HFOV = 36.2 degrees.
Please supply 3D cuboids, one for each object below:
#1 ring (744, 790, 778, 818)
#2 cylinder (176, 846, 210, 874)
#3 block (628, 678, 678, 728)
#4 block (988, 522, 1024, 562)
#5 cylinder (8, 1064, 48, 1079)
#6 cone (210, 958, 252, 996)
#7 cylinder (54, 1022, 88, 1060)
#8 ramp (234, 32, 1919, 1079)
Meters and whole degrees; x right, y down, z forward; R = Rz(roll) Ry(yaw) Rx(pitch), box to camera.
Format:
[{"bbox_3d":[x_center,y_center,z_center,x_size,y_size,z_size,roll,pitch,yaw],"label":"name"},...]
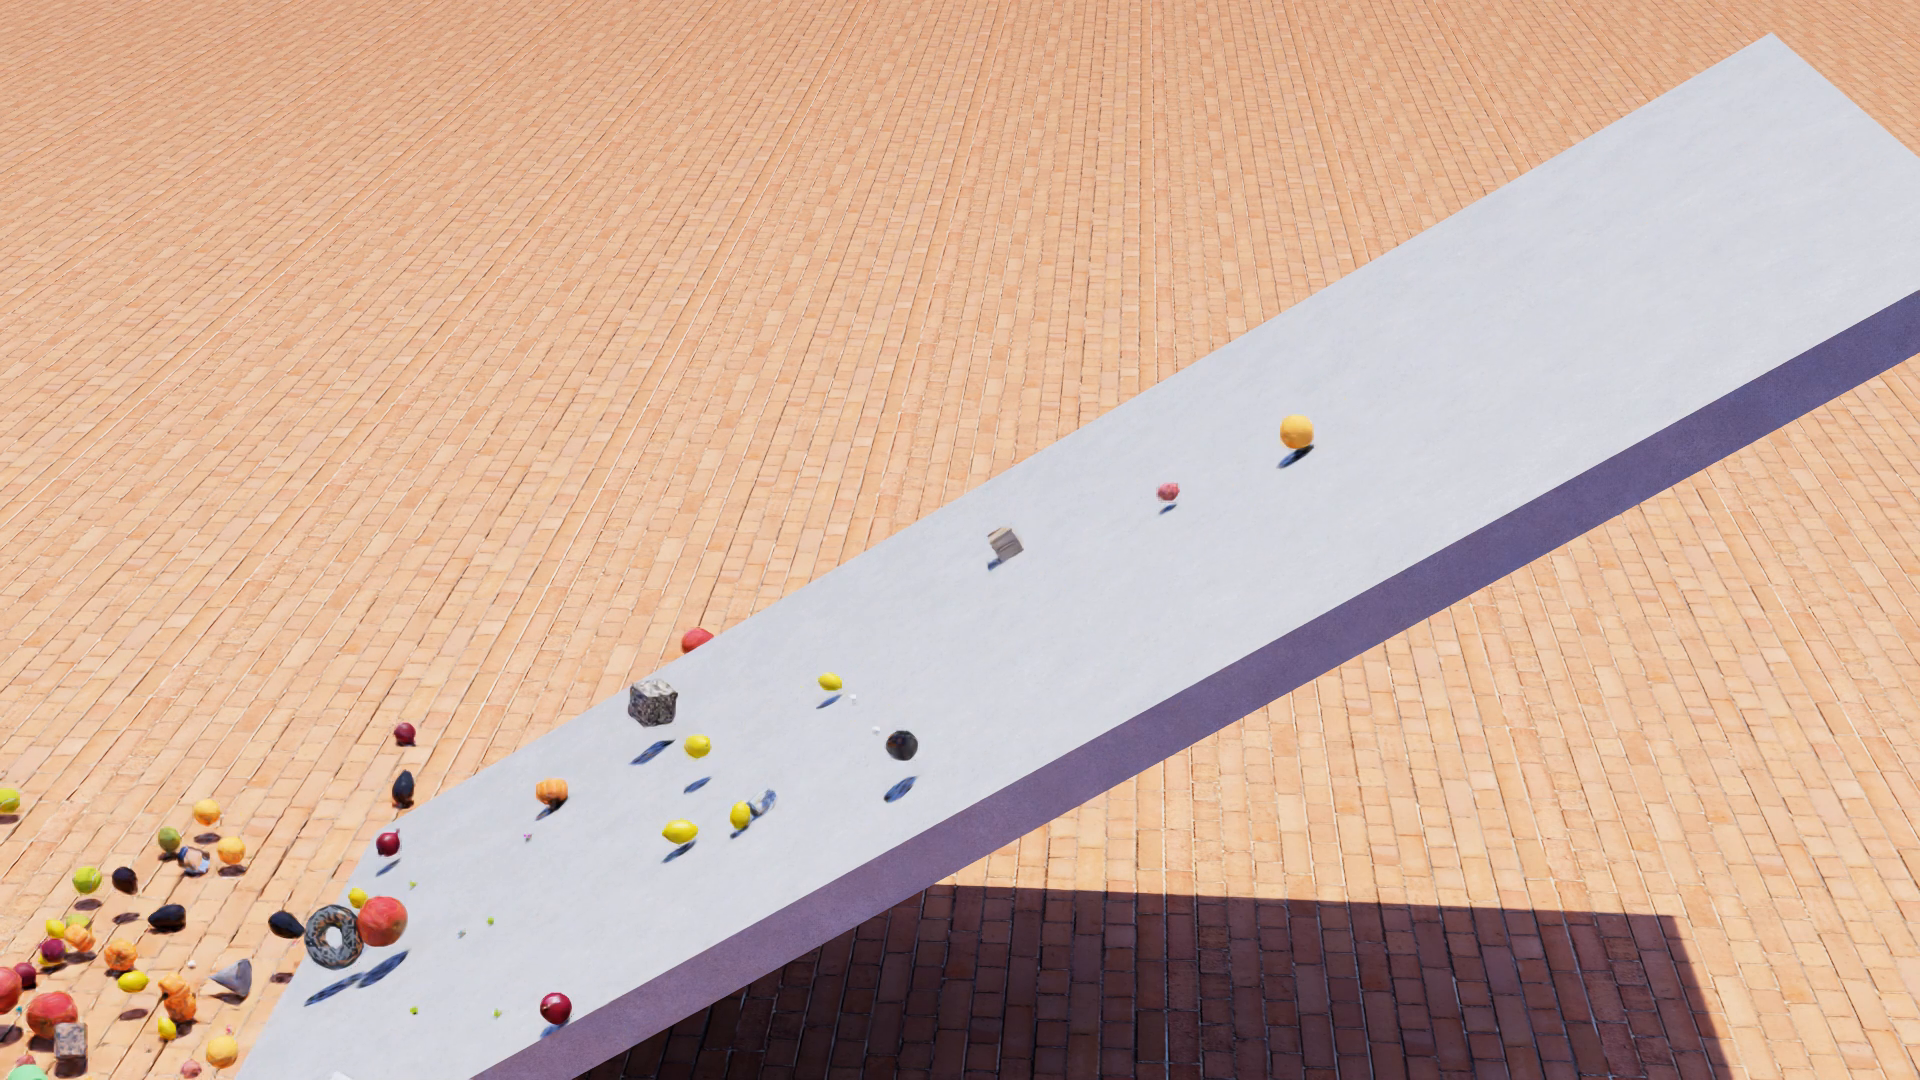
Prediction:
[{"bbox_3d":[-0.407,0.538,6.005,0.078,0.026,0.078,-29,15,9],"label":"ring"},{"bbox_3d":[-1.984,0.828,7.617,0.060,0.060,0.060,8,21,23],"label":"cylinder"},{"bbox_3d":[-0.711,0.377,6.805,0.079,0.079,0.079,-8,28,-35],"label":"block"},{"bbox_3d":[0.104,0.005,6.580,0.057,0.057,0.057,-31,15,9],"label":"block"},{"bbox_3d":[-2.031,1.203,6.428,0.086,0.086,0.086,-11,18,-27],"label":"cylinder"},{"bbox_3d":[-1.743,1.039,6.983,0.092,0.092,0.092,-2,19,10],"label":"cone"},{"bbox_3d":[-2.014,1.135,6.660,0.073,0.073,0.073,-5,-18,-2],"label":"cylinder"},{"bbox_3d":[0.141,0.169,6.290,4.000,0.100,2.000,-30,15,13],"label":"ramp"}]
